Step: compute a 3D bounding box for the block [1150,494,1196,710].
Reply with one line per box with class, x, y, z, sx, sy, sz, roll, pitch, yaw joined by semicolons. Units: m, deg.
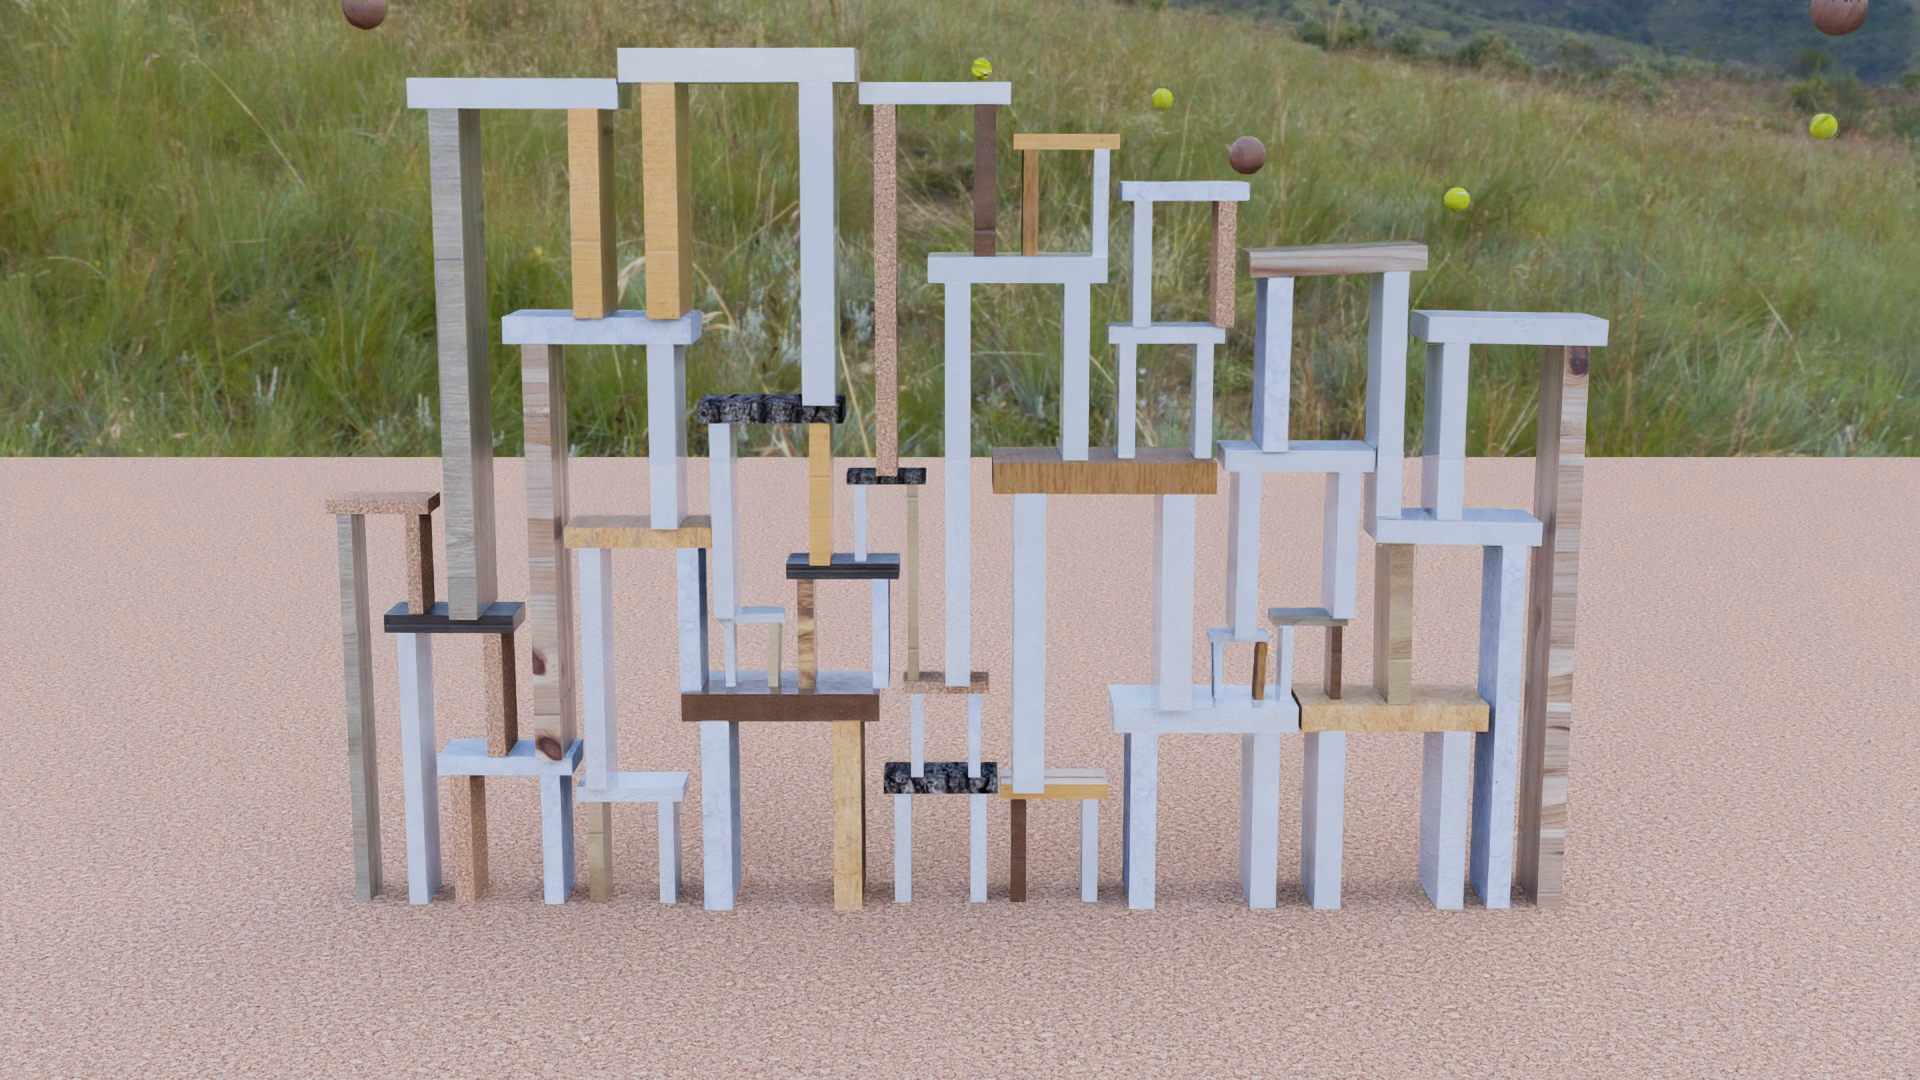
block;0.345;0.085;3.573;0.050;0.351;0.176;0;11;0

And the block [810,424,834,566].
block;-0.223;-0.082;3.545;0.032;0.229;0.114;0;11;0

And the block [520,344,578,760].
block;-0.664;0.012;3.562;0.042;0.674;0.147;0;11;0

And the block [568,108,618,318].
block;-0.576;-0.516;3.458;0.045;0.320;0.160;0;11;0

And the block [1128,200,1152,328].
block;0.285;-0.439;3.478;0.028;0.196;0.098;0;11;0

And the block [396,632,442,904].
block;-0.891;0.365;3.627;0.029;0.458;0.104;0;11;0

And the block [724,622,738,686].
block;-0.373;0.182;3.590;0.015;0.106;0.053;-1;11;1

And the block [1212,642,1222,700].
block;0.421;0.209;3.601;0.014;0.095;0.048;-2;11;3

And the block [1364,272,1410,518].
block;0.681;-0.238;3.516;0.039;0.386;0.137;0;11;2

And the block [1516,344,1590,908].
block;0.965;0.137;3.588;0.040;0.921;0.140;0;11;0

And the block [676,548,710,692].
block;-0.434;0.118;3.583;0.033;0.235;0.117;0;11;0

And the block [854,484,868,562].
block;-0.160;-0.033;3.558;0.018;0.126;0.063;0;11;0

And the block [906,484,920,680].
block;-0.076;0.064;3.576;0.018;0.322;0.063;0;11;0

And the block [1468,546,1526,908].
block;0.881;0.294;3.610;0.037;0.604;0.130;0;11;0

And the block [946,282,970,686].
block;-0.004;-0.095;3.546;0.040;0.646;0.139;0;11;0

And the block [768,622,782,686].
block;-0.301;0.181;3.591;0.015;0.106;0.053;2;11;2

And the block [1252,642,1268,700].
block;0.490;0.210;3.597;0.014;0.095;0.048;3;11;-1

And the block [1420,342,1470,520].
block;0.777;-0.181;3.527;0.040;0.280;0.140;0;10;1

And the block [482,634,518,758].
block;-0.753;0.242;3.604;0.029;0.207;0.103;0;10;0

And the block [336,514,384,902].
block;-0.984;0.270;3.610;0.023;0.650;0.081;0;11;0

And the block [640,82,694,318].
block;-0.459;-0.535;3.456;0.051;0.358;0.179;0;11;0

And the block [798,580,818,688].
block;-0.249;0.144;3.591;0.026;0.181;0.090;0;11;0

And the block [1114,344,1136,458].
block;0.264;-0.228;3.520;0.026;0.183;0.091;0;11;0

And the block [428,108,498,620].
block;-0.789;-0.280;3.502;0.045;0.798;0.160;0;11;0

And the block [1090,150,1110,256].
block;0.220;-0.532;3.465;0.023;0.165;0.082;0;11;0

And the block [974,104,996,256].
block;0.039;-0.566;3.458;0.033;0.233;0.117;0;11;0

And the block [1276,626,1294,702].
block;0.530;0.196;3.592;0.017;0.126;0.061;1;10;0

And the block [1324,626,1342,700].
block;0.609;0.194;3.591;0.017;0.121;0.061;0;11;0

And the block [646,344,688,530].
block;-0.468;-0.175;3.528;0.042;0.293;0.147;0;11;0

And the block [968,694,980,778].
block;0.024;0.312;3.615;0.020;0.140;0.070;0;11;0

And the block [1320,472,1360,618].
block;0.616;-0.001;3.563;0.034;0.238;0.119;0;11;-1

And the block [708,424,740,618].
block;-0.379;-0.040;3.548;0.032;0.314;0.114;0;11;0

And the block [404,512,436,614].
block;-0.875;0.031;3.565;0.023;0.163;0.081;0;11;0

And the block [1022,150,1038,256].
block;0.110;-0.532;3.465;0.023;0.165;0.082;0;11;0

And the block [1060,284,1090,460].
block;0.183;-0.275;3.512;0.040;0.279;0.140;0;11;0

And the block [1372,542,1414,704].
block;0.705;0.125;3.579;0.037;0.261;0.131;-1;11;0

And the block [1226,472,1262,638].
block;0.459;0.014;3.567;0.034;0.272;0.119;0;11;-1

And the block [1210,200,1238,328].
block;0.416;-0.439;3.479;0.028;0.196;0.098;0;11;0

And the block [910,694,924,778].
block;-0.070;0.312;3.615;0.020;0.140;0.070;0;11;0

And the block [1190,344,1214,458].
block;0.386;-0.228;3.520;0.026;0.183;0.091;0;11;0

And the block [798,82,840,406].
block;-0.220;-0.469;3.470;0.051;0.494;0.179;0;11;0

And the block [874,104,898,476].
block;-0.117;-0.396;3.490;0.033;0.578;0.117;0;11;0

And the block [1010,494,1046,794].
block;0.111;0.152;3.585;0.050;0.489;0.176;0;11;0

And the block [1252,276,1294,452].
block;0.498;-0.286;3.508;0.039;0.274;0.137;0;11;0

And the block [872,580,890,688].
block;-0.128;0.144;3.591;0.026;0.181;0.090;0;11;0
